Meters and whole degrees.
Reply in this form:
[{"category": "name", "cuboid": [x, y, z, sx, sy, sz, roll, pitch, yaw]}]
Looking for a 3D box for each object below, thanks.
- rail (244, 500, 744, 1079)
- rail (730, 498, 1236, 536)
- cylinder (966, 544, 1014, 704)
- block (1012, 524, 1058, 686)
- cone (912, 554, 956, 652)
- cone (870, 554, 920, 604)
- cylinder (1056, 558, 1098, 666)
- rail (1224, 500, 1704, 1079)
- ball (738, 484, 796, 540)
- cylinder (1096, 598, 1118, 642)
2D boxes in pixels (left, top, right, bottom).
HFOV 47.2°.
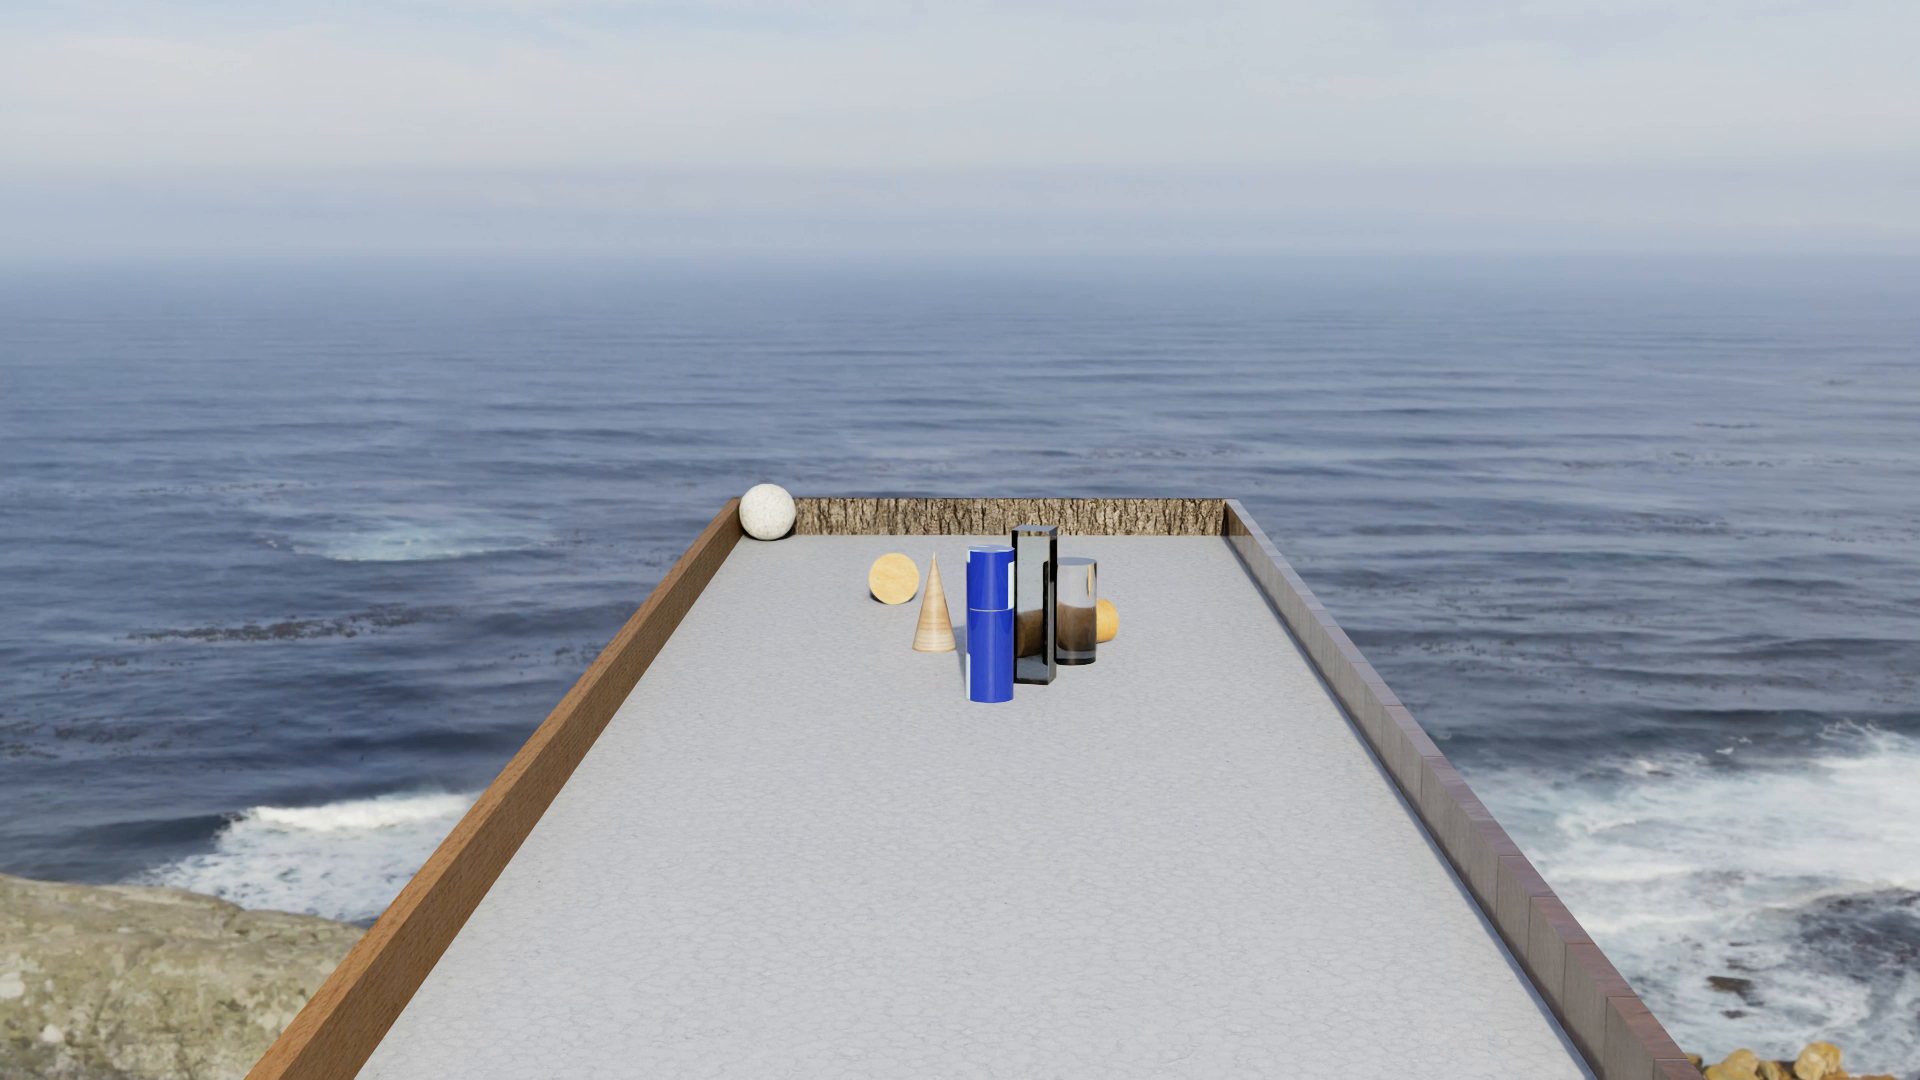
[{"category": "rail", "cuboid": [-1.004, 0.839, 3.234, 0.050, 0.150, 12.000, 0, 9, 1]}, {"category": "rail", "cuboid": [0.099, -0.098, 9.147, 2.100, 0.150, 0.050, 0, 9, 1]}, {"category": "cylinder", "cuboid": [0.084, 0.234, 6.172, 0.136, 0.426, 0.136, 0, 9, 0]}, {"category": "block", "cuboid": [0.216, 0.188, 6.388, 0.110, 0.450, 0.110, 2, 9, 15]}, {"category": "cone", "cuboid": [-0.080, 0.186, 6.852, 0.142, 0.308, 0.142, 0, 9, 0]}, {"category": "cone", "cuboid": [-0.271, 0.146, 7.811, 0.176, 0.176, 0.420, -2, -3, -12]}, {"category": "cylinder", "cuboid": [0.337, 0.215, 6.675, 0.155, 0.306, 0.155, 0, 9, 0]}, {"category": "rail", "cuboid": [1.046, 0.843, 3.208, 0.050, 0.150, 12.000, 0, 9, 1]}, {"category": "ball", "cuboid": [-0.787, -0.114, 8.986, 0.233, 0.233, 0.233, 0, 9, 0]}, {"category": "cylinder", "cuboid": [0.311, 0.271, 6.864, 0.371, 0.137, 0.137, -7, 11, -38]}]
